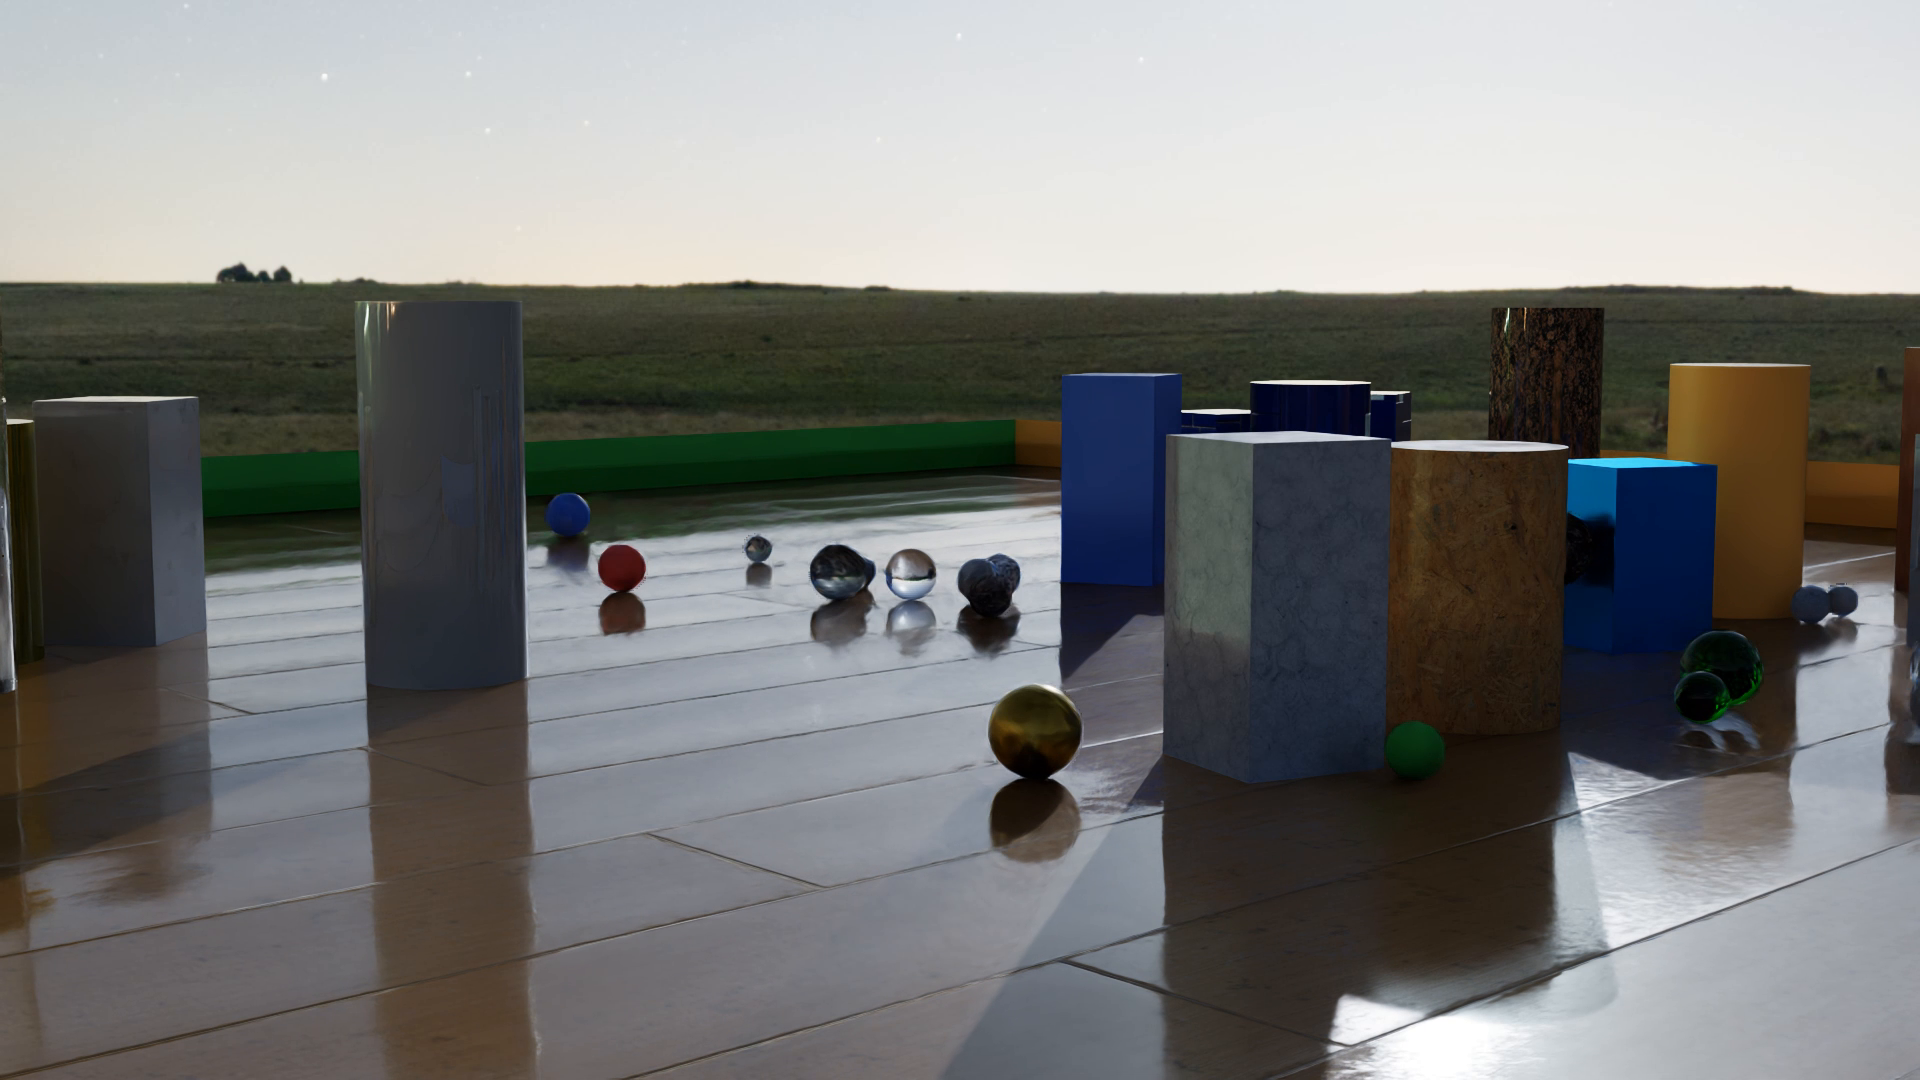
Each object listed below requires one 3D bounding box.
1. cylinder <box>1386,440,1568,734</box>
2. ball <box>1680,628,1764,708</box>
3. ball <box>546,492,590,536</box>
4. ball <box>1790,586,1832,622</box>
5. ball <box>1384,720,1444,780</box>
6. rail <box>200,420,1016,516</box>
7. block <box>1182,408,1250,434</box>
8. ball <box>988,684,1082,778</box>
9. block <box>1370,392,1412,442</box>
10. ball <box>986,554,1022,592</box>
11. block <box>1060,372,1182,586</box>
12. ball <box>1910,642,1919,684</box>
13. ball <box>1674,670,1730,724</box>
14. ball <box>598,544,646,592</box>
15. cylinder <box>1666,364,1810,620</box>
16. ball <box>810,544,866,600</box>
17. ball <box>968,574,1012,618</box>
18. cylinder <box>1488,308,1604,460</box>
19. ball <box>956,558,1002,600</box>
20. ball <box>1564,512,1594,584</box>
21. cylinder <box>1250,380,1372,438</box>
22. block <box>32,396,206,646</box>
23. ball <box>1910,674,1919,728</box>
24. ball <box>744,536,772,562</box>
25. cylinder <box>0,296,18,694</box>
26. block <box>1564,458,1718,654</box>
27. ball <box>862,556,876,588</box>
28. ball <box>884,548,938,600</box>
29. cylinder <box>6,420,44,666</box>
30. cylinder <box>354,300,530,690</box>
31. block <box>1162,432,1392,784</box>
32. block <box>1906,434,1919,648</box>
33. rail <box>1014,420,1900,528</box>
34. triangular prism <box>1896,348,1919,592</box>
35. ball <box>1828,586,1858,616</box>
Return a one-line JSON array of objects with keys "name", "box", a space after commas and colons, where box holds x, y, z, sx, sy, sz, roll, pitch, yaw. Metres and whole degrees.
[{"name": "cylinder", "box": [0.557, 0.046, 2.396, 0.196, 0.298, 0.196, 0, 6, 0]}, {"name": "ball", "box": [0.854, 0.144, 2.466, 0.089, 0.089, 0.089, 0, 6, 0]}, {"name": "ball", "box": [-0.772, -0.050, 4.336, 0.086, 0.086, 0.086, 0, 6, 0]}, {"name": "ball", "box": [1.215, 0.091, 3.138, 0.054, 0.054, 0.054, 0, 6, 0]}, {"name": "ball", "box": [0.432, 0.200, 2.091, 0.056, 0.056, 0.056, 0, 6, 0]}, {"name": "rail", "box": [-1.437, -0.129, 4.881, 4.392, 0.127, 0.045, -5, 8, -42]}, {"name": "block", "box": [0.488, -0.112, 4.108, 0.157, 0.256, 0.157, -4, 7, -33]}, {"name": "ball", "box": [0.072, 0.182, 2.098, 0.090, 0.090, 0.090, 0, 6, 0]}, {"name": "block", "box": [0.848, -0.172, 4.600, 0.157, 0.273, 0.157, 3, 6, 23]}, {"name": "ball", "box": [0.062, 0.055, 3.416, 0.068, 0.068, 0.068, 0, 6, 0]}, {"name": "block", "box": [0.268, -0.104, 3.639, 0.157, 0.339, 0.157, 2, 6, 22]}, {"name": "ball", "box": [1.115, 0.144, 2.472, 0.087, 0.087, 0.087, 0, 6, 0]}, {"name": "ball", "box": [0.801, 0.170, 2.374, 0.057, 0.057, 0.057, 0, 6, 0]}, {"name": "ball", "box": [-0.537, 0.044, 3.493, 0.075, 0.075, 0.075, 0, 6, 0]}, {"name": "cylinder", "box": [1.148, -0.077, 3.257, 0.196, 0.364, 0.196, 0, 6, 0]}, {"name": "ball", "box": [-0.187, 0.049, 3.379, 0.088, 0.088, 0.088, 0, 6, 0]}, {"name": "ball", "box": [0.044, 0.082, 3.191, 0.062, 0.062, 0.062, 0, 6, 0]}, {"name": "cylinder", "box": [1.050, -0.192, 3.953, 0.196, 0.448, 0.196, 0, 6, 0]}, {"name": "ball", "box": [0.029, 0.061, 3.357, 0.068, 0.068, 0.068, 0, 6, 0]}, {"name": "ball", "box": [0.777, 0.011, 2.874, 0.098, 0.098, 0.098, 0, 6, 0]}, {"name": "cylinder", "box": [0.575, -0.096, 3.625, 0.196, 0.326, 0.196, 0, 6, 0]}, {"name": "block", "box": [-1.139, -0.029, 2.989, 0.157, 0.325, 0.157, 1, 6, 5]}, {"name": "ball", "box": [1.017, 0.165, 2.233, 0.096, 0.096, 0.096, 0, 6, 0]}, {"name": "ball", "box": [-0.357, 0.016, 3.890, 0.048, 0.048, 0.048, 0, 6, 0]}, {"name": "cylinder", "box": [-1.210, -0.060, 2.552, 0.196, 0.476, 0.196, 0, 6, 0]}, {"name": "block", "box": [0.891, 0.018, 2.937, 0.157, 0.243, 0.157, -2, 6, -20]}, {"name": "ball", "box": [-0.160, 0.051, 3.541, 0.051, 0.051, 0.051, 0, 6, 0]}, {"name": "ball", "box": [-0.075, 0.052, 3.384, 0.081, 0.081, 0.081, 0, 6, 0]}, {"name": "cylinder", "box": [-1.273, 0.003, 2.788, 0.196, 0.303, 0.196, 0, 6, 0]}, {"name": "cylinder", "box": [-0.625, -0.060, 2.661, 0.196, 0.455, 0.196, 0, 6, 0]}, {"name": "block", "box": [0.309, 0.059, 2.162, 0.157, 0.321, 0.157, -3, 7, -26]}, {"name": "block", "box": [1.352, 0.007, 2.851, 0.157, 0.282, 0.157, -1, 6, -12]}, {"name": "rail", "box": [1.597, -0.120, 4.797, 0.045, 0.127, 4.287, -5, 8, -42]}, {"name": "triangular prism", "box": [1.542, -0.107, 3.441, 0.170, 0.386, 0.147, -5, 8, -38]}, {"name": "ball", "box": [1.285, 0.089, 3.205, 0.045, 0.045, 0.045, 0, 6, 0]}]
